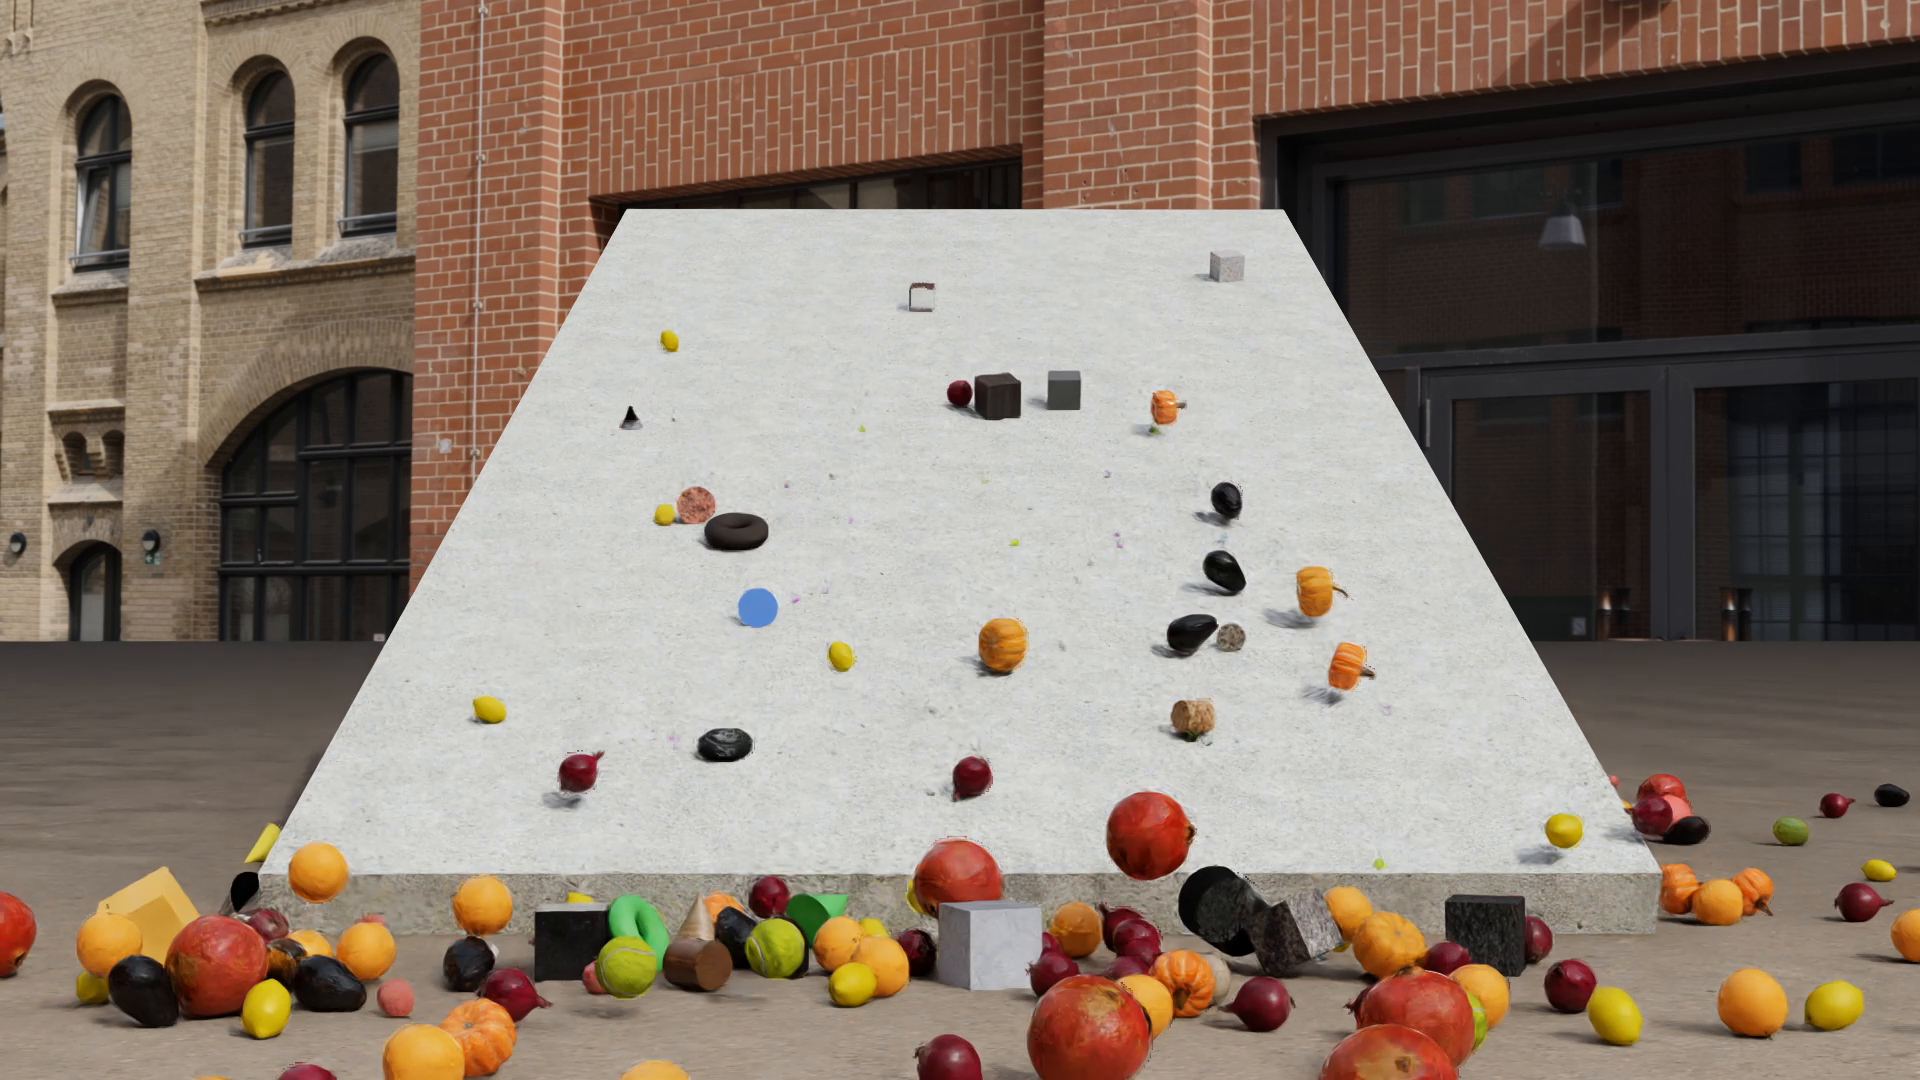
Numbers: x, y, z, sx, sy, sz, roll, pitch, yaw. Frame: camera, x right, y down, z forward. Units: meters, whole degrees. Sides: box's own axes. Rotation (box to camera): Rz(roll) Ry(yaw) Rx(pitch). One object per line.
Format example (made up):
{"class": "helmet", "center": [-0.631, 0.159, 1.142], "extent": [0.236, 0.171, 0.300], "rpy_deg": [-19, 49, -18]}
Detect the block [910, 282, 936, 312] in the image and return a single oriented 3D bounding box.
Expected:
{"class": "block", "center": [-0.098, -0.630, 5.952], "extent": [0.061, 0.061, 0.061], "rpy_deg": [2, 22, 5]}

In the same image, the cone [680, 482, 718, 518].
{"class": "cone", "center": [-0.527, -0.065, 4.568], "extent": [0.076, 0.076, 0.076], "rpy_deg": [1, -21, -19]}

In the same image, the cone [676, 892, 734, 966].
{"class": "cone", "center": [-0.341, 0.508, 2.998], "extent": [0.095, 0.095, 0.095], "rpy_deg": [0, -2, 0]}

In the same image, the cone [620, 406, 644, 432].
{"class": "cone", "center": [-0.727, -0.273, 5.066], "extent": [0.052, 0.052, 0.052], "rpy_deg": [0, 22, 0]}

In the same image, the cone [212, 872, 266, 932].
{"class": "cone", "center": [-1.061, 0.548, 3.352], "extent": [0.095, 0.095, 0.095], "rpy_deg": [-30, -15, 22]}

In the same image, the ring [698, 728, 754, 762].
{"class": "ring", "center": [-0.369, 0.322, 3.607], "extent": [0.087, 0.029, 0.087], "rpy_deg": [0, 21, 0]}

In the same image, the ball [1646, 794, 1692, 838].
{"class": "ball", "center": [1.476, 0.576, 4.773], "extent": [0.090, 0.090, 0.090], "rpy_deg": [0, -2, 0]}

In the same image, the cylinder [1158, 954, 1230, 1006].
{"class": "cylinder", "center": [0.271, 0.508, 2.649], "extent": [0.060, 0.060, 0.060], "rpy_deg": [-2, -9, 40]}

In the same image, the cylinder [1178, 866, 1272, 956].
{"class": "cylinder", "center": [0.343, 0.479, 2.958], "extent": [0.093, 0.093, 0.093], "rpy_deg": [-1, -25, 32]}

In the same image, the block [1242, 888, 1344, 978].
{"class": "block", "center": [0.420, 0.496, 2.894], "extent": [0.077, 0.077, 0.077], "rpy_deg": [-8, -21, -48]}

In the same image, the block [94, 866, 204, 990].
{"class": "block", "center": [-0.990, 0.474, 2.804], "extent": [0.091, 0.091, 0.091], "rpy_deg": [-30, 21, -7]}

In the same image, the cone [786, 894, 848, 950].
{"class": "cone", "center": [-0.179, 0.506, 3.146], "extent": [0.085, 0.085, 0.085], "rpy_deg": [-2, 18, 39]}

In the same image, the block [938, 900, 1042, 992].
{"class": "block", "center": [0.037, 0.500, 2.835], "extent": [0.096, 0.096, 0.096], "rpy_deg": [1, -3, -24]}

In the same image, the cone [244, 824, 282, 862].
{"class": "cone", "center": [-1.327, 0.594, 4.359], "extent": [0.080, 0.080, 0.080], "rpy_deg": [-32, 19, -37]}

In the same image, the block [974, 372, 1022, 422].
{"class": "block", "center": [0.085, -0.322, 5.154], "extent": [0.081, 0.081, 0.081], "rpy_deg": [-7, 23, -18]}

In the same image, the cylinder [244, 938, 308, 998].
{"class": "cylinder", "center": [-0.813, 0.509, 2.728], "extent": [0.060, 0.060, 0.060], "rpy_deg": [0, 2, -1]}

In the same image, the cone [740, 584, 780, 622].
{"class": "cone", "center": [-0.358, 0.123, 4.100], "extent": [0.071, 0.071, 0.071], "rpy_deg": [0, -18, -7]}

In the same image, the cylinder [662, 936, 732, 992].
{"class": "cylinder", "center": [-0.320, 0.516, 2.792], "extent": [0.060, 0.060, 0.060], "rpy_deg": [-1, -3, 41]}

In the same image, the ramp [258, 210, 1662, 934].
{"class": "ramp", "center": [-0.006, -0.219, 5.140], "extent": [2.000, 0.100, 4.000], "rpy_deg": [0, 22, 0]}

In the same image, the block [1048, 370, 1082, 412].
{"class": "block", "center": [0.237, -0.339, 5.207], "extent": [0.073, 0.073, 0.073], "rpy_deg": [0, 22, 1]}

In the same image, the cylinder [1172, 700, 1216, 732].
{"class": "cylinder", "center": [0.373, 0.282, 3.665], "extent": [0.050, 0.050, 0.050], "rpy_deg": [4, -4, -31]}

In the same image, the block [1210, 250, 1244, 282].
{"class": "block", "center": [0.725, -0.744, 6.230], "extent": [0.070, 0.070, 0.070], "rpy_deg": [-7, 23, -16]}

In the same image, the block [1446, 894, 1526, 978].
{"class": "block", "center": [0.676, 0.507, 2.946], "extent": [0.091, 0.091, 0.091], "rpy_deg": [-1, -3, 19]}

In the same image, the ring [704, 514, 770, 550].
{"class": "ring", "center": [-0.432, -0.017, 4.441], "extent": [0.125, 0.042, 0.125], "rpy_deg": [1, 22, -1]}

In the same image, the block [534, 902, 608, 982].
{"class": "block", "center": [-0.491, 0.508, 2.900], "extent": [0.086, 0.086, 0.086], "rpy_deg": [0, -2, -6]}
